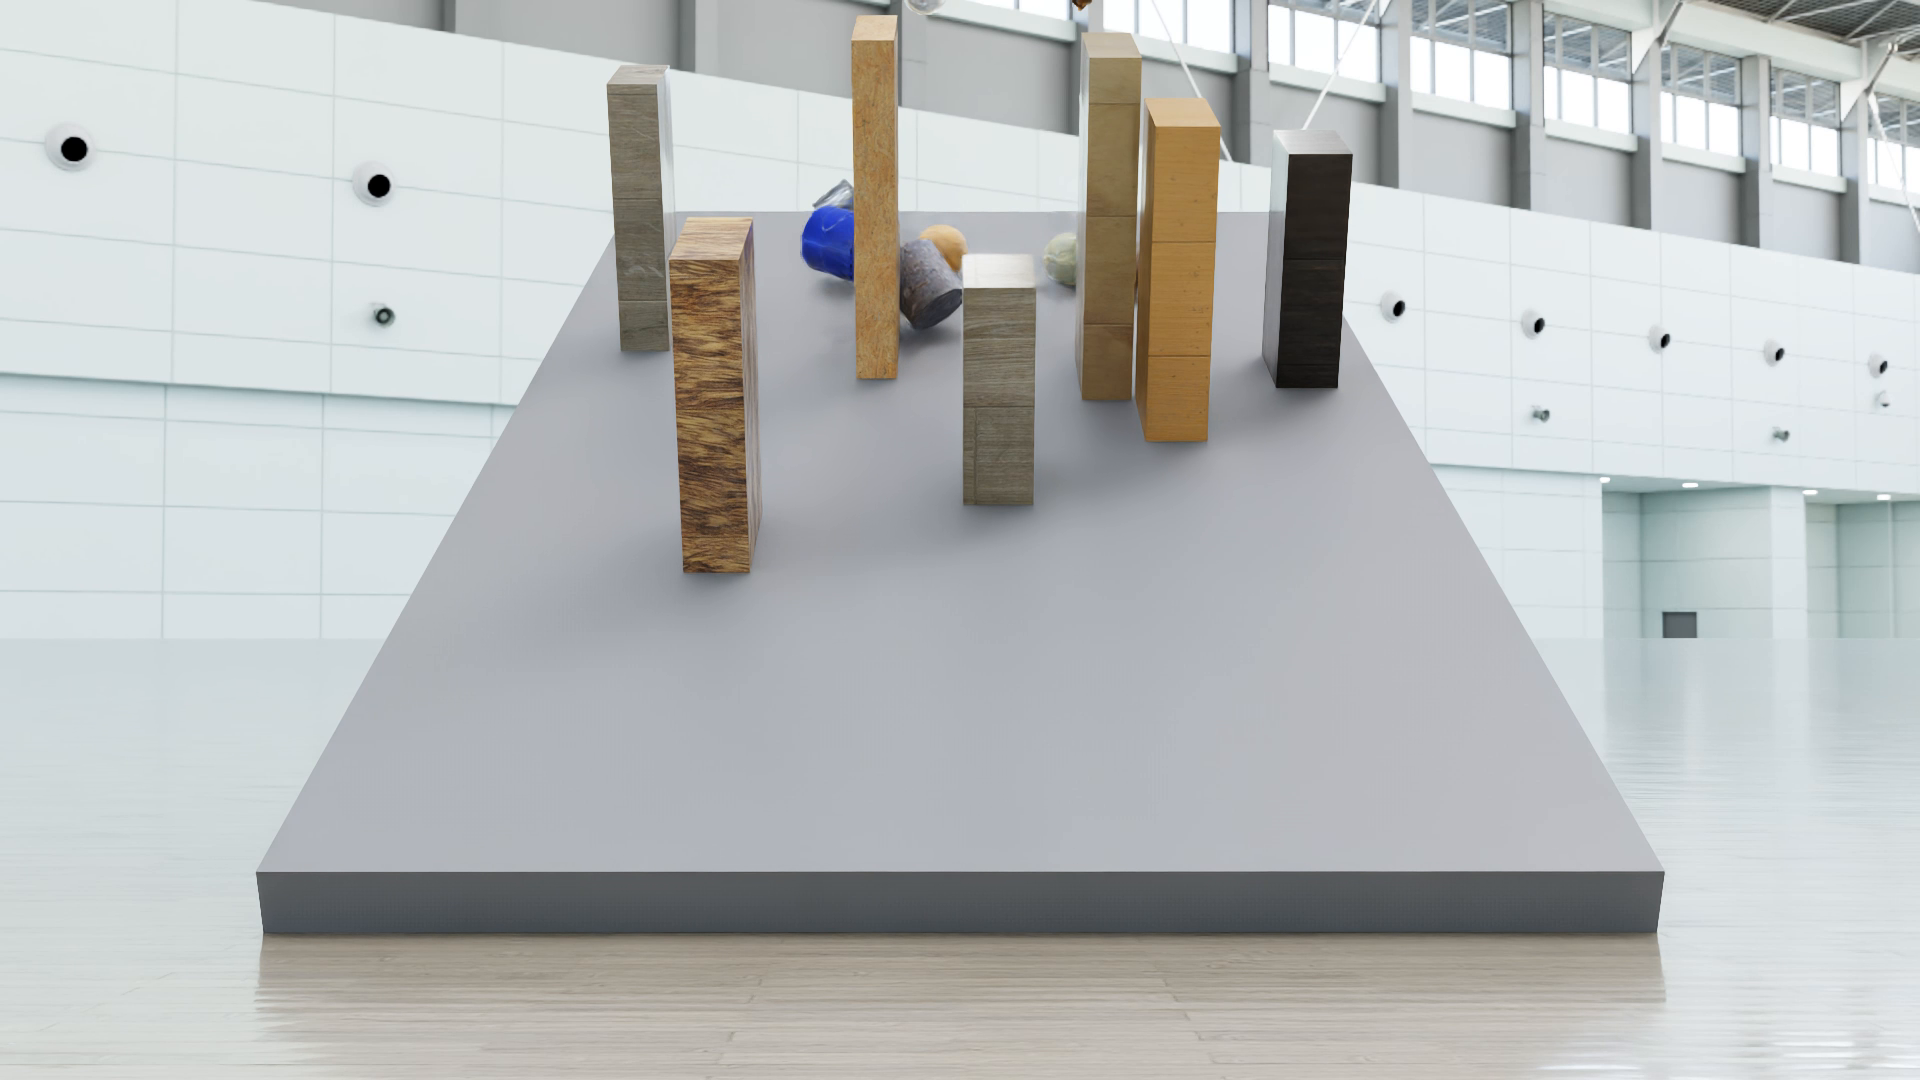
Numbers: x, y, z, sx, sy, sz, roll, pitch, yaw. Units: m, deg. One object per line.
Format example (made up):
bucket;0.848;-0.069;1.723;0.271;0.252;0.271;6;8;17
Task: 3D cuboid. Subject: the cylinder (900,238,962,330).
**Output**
cylinder;-0.094;-0.643;5.752;0.163;0.163;0.163;-31;-15;-10

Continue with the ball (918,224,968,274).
ball;-0.051;-0.788;6.238;0.143;0.143;0.143;0;-2;0

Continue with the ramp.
ramp;-0.006;-0.218;5.128;2.000;0.100;4.000;0;22;0

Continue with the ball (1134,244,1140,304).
ball;0.416;-0.647;5.570;0.150;0.150;0.150;0;-2;0

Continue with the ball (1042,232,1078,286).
ball;0.293;-0.754;6.156;0.142;0.142;0.142;0;-2;0

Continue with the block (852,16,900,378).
block;-0.197;-0.815;5.425;0.095;0.790;0.361;0;22;0

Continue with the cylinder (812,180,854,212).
cylinder;-0.346;-0.964;6.646;0.118;0.118;0.118;-37;-11;10

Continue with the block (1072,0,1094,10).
block;0.330;-1.560;6.345;0.107;0.107;0.107;-36;-35;12

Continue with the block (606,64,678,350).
block;-0.771;-0.814;5.611;0.119;0.650;0.259;0;22;0

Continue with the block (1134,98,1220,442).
block;0.471;-0.593;5.006;0.134;0.688;0.315;0;22;0

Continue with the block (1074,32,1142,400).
block;0.337;-0.747;5.270;0.114;0.779;0.339;0;22;0

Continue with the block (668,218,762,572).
block;-0.456;-0.277;4.320;0.124;0.601;0.317;0;22;0

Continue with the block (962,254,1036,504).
block;0.077;-0.329;4.657;0.141;0.451;0.259;0;22;0

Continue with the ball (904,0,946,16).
ball;-0.101;-1.577;6.579;0.135;0.135;0.135;0;-2;0

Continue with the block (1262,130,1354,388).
block;0.809;-0.659;5.363;0.144;0.550;0.266;0;22;0

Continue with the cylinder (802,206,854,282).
cylinder;-0.297;-0.789;6.125;0.180;0.180;0.180;20;11;37
